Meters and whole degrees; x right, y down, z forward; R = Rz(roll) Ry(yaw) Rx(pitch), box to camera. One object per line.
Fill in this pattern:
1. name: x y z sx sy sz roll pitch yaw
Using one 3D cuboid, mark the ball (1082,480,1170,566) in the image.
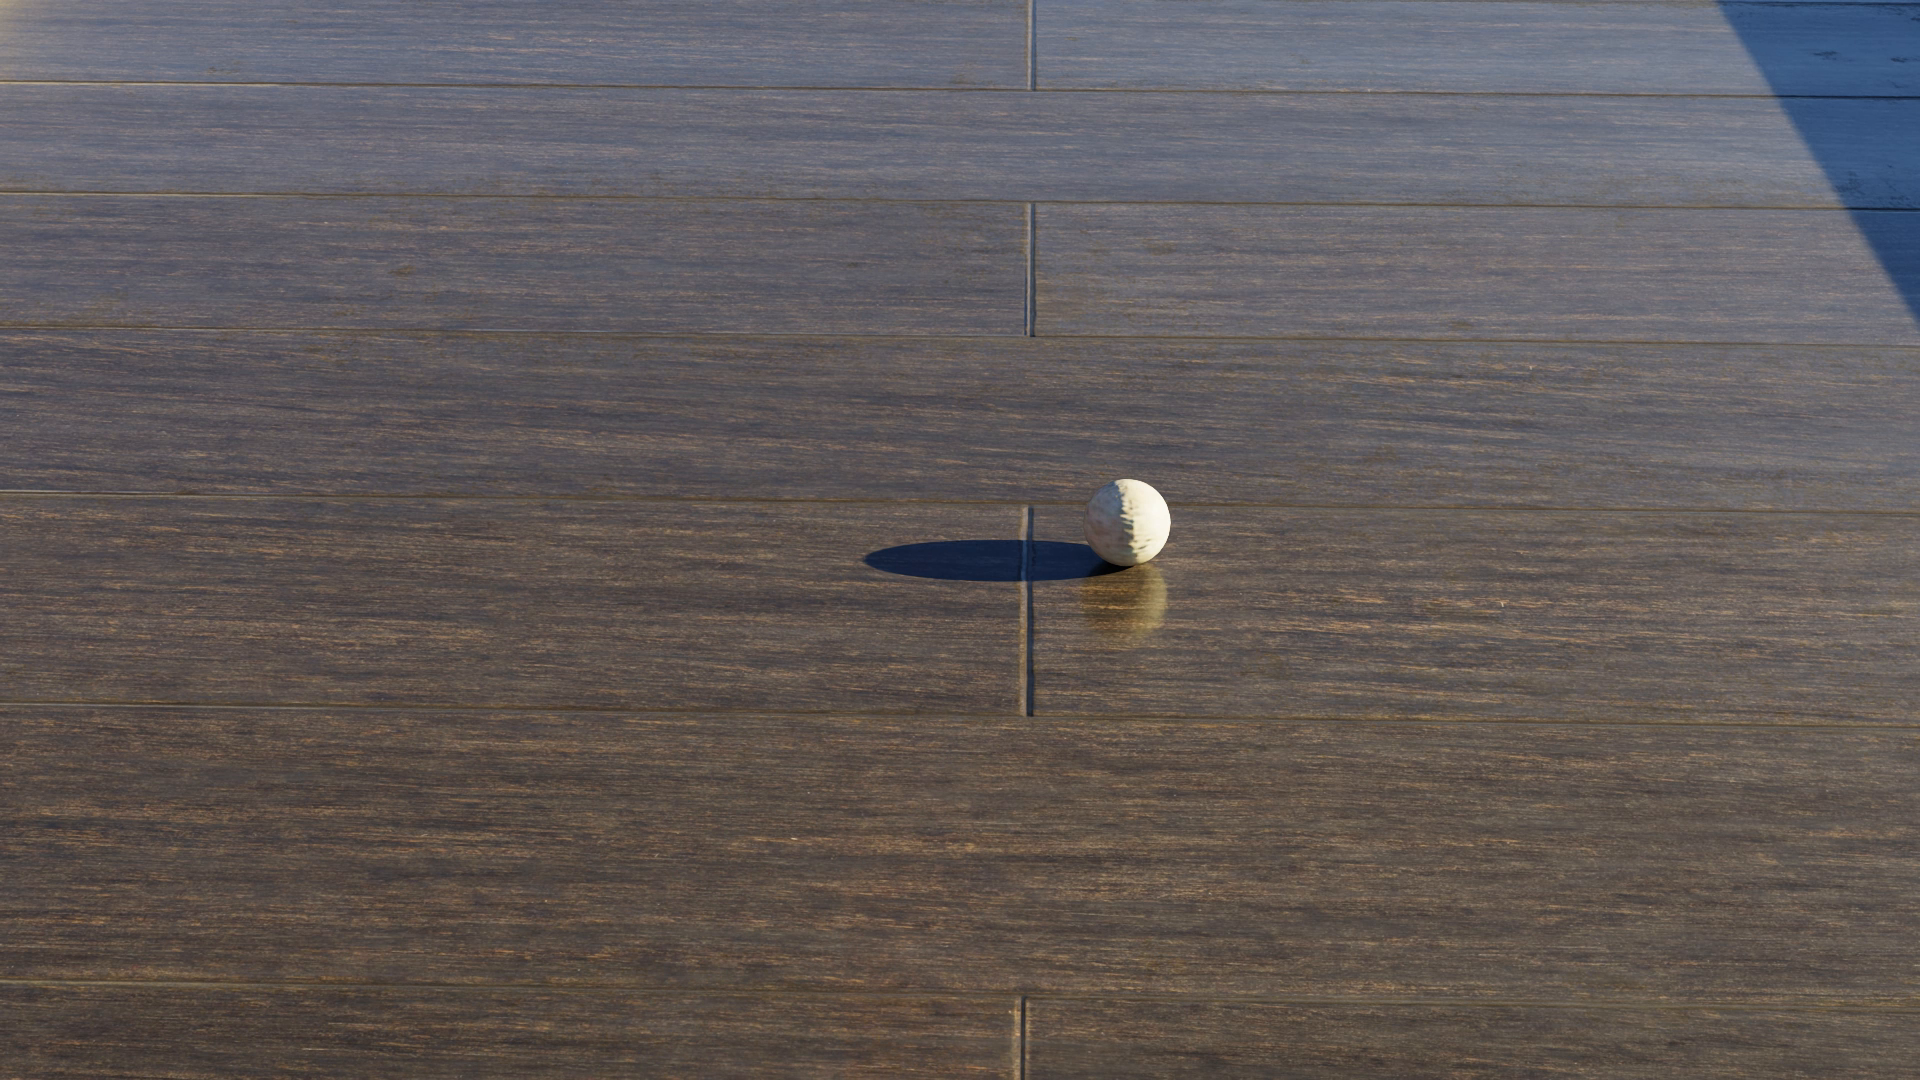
1. ball: 0.100 -0.010 1.769 0.053 0.053 0.053 0 29 0
